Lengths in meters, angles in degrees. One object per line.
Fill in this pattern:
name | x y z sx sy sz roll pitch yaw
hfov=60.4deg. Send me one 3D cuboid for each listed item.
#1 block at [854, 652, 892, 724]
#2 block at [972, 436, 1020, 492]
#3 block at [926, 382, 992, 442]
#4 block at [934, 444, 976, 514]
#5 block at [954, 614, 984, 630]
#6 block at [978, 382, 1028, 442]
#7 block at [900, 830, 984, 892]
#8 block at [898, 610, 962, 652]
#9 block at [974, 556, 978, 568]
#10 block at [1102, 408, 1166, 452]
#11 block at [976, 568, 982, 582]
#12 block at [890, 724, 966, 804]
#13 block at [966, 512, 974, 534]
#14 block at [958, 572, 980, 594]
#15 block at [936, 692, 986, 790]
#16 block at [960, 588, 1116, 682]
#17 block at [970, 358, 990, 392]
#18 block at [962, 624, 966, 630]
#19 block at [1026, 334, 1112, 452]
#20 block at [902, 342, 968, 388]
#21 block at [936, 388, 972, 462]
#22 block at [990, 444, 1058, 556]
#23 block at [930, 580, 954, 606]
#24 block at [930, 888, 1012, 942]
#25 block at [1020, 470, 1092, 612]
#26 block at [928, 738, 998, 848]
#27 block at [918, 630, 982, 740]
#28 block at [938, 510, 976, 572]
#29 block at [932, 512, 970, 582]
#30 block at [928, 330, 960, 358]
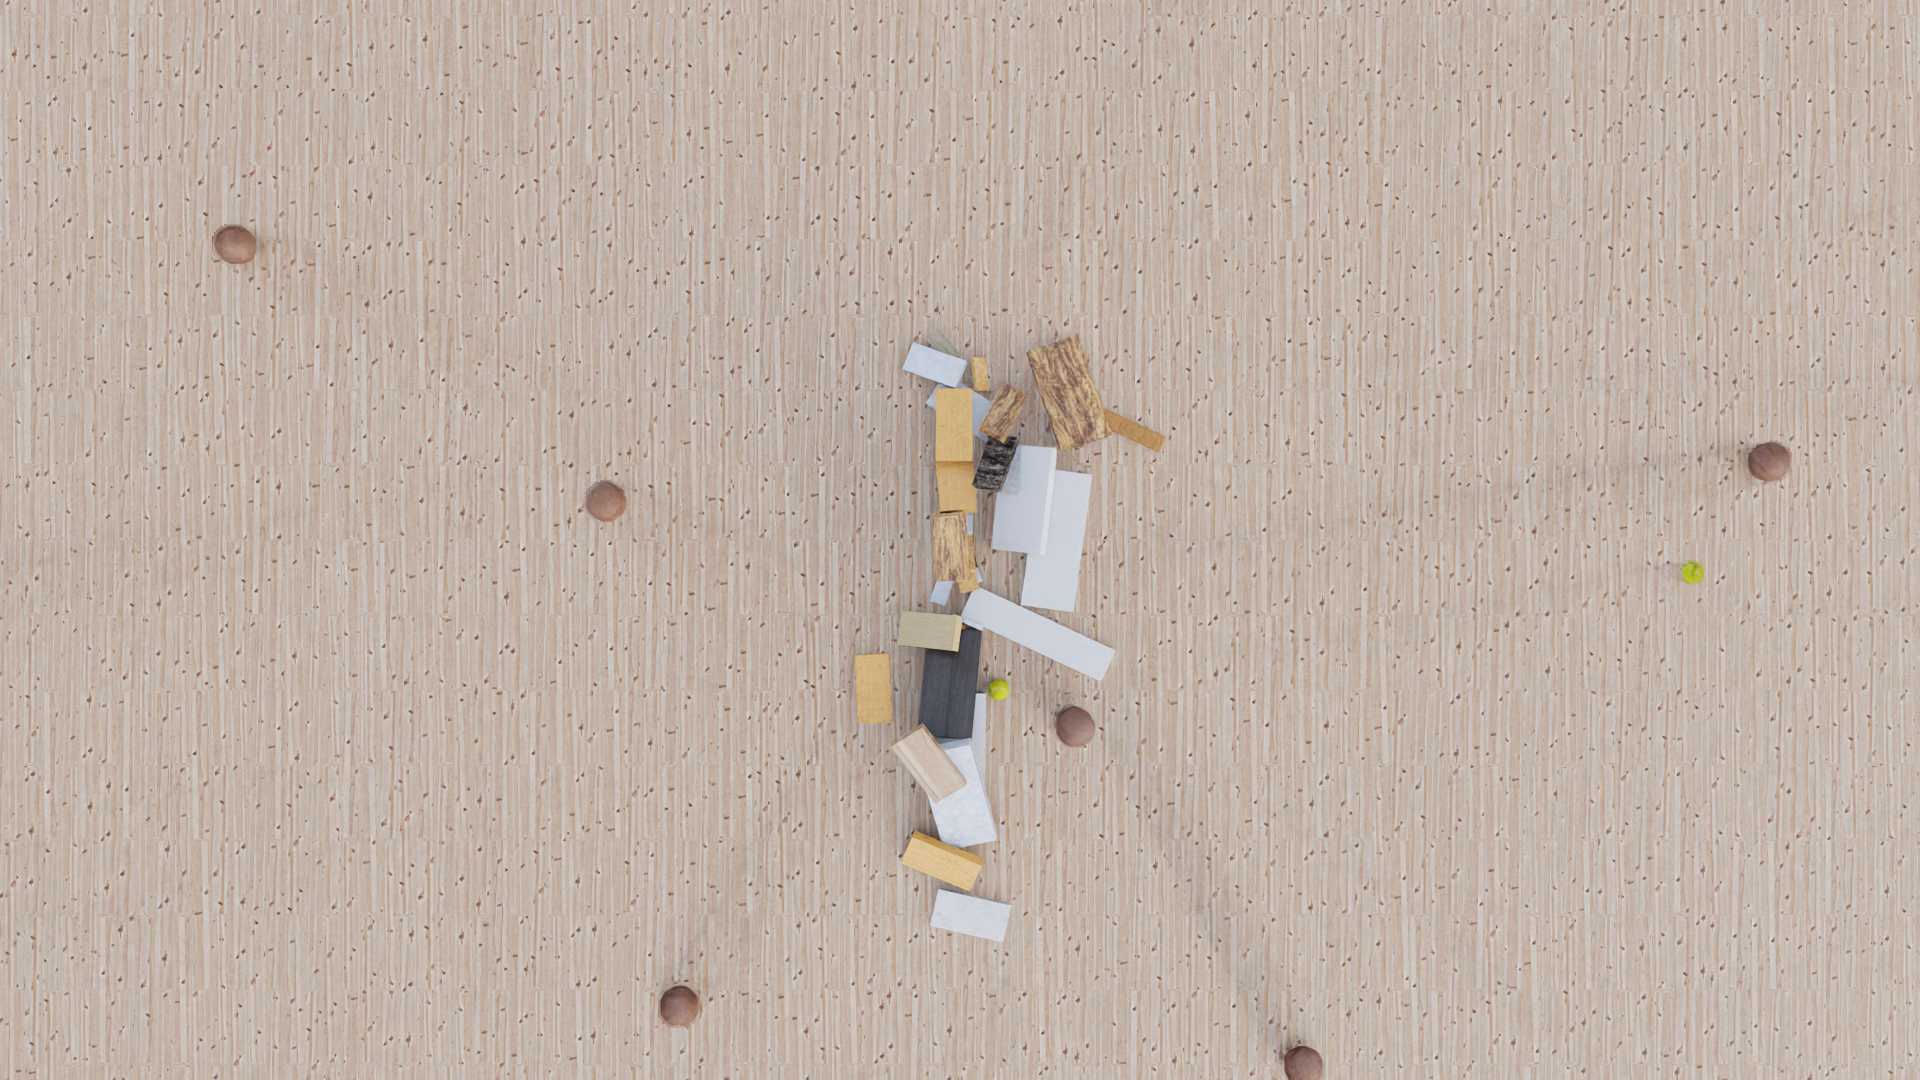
block | -0.287 0.493 5.484 0.114 0.032 0.228 -3 90 0
block | 0.117 -0.254 5.414 0.096 0.027 0.193 10 68 25
block | 0.020 -0.439 5.483 0.241 0.034 0.121 33 90 0
block | -0.016 -0.206 5.442 0.121 0.034 0.241 -5 71 -3
block | 0.025 0.274 5.473 0.107 0.054 0.015 24 85 0
block | 0.144 -0.422 5.445 0.096 0.027 0.193 28 64 0
block | -0.059 1.061 5.452 0.248 0.035 0.124 22 122 0
block | -0.100 0.299 5.413 0.228 0.032 0.114 3 82 36
block | 0.014 0.037 5.472 0.063 0.018 0.126 -14 84 1
block | 0.499 -0.399 5.491 0.386 0.016 0.055 25 88 0
block | 0.024 0.090 5.491 0.063 0.018 0.126 -21 90 0
block | -0.100 0.722 5.326 0.124 0.035 0.248 -33 105 13
block | -0.011 -0.128 5.450 0.110 0.031 0.221 1 71 -1
block | 0.018 0.108 5.448 0.063 0.018 0.126 -15 84 1
block | -0.006 0.686 5.475 0.179 0.051 0.358 0 90 0
block | 0.259 0.310 5.484 0.514 0.032 0.114 25 90 0
block | 0.066 -0.550 5.476 0.055 0.016 0.111 -5 90 -42
block | -0.010 0.281 5.446 0.054 0.107 0.015 14 88 0
block | 0.360 -0.484 5.458 0.175 0.050 0.350 -19 89 -1
block | -0.083 -0.577 5.462 0.193 0.027 0.096 21 87 14
block | -0.019 -0.377 5.436 0.121 0.034 0.241 0 84 -1
block | 0.211 -0.135 5.440 0.175 0.050 0.350 6 89 24
block | -0.058 0.160 5.492 0.054 0.015 0.107 19 90 0
block | 0.036 1.245 5.482 0.248 0.035 0.124 13 90 0
block | 0.319 -0.001 5.475 0.175 0.050 0.458 8 90 0
block | -0.009 0.835 5.408 0.179 0.051 0.358 -13 109 7
block | -0.034 0.471 5.431 0.179 0.051 0.358 5 77 1
block | -0.011 0.002 5.445 0.110 0.031 0.221 -5 71 4
block | -0.028 0.023 5.380 0.110 0.031 0.221 -4 89 4
block | -0.054 -0.641 5.492 0.055 0.016 0.111 -40 90 0
